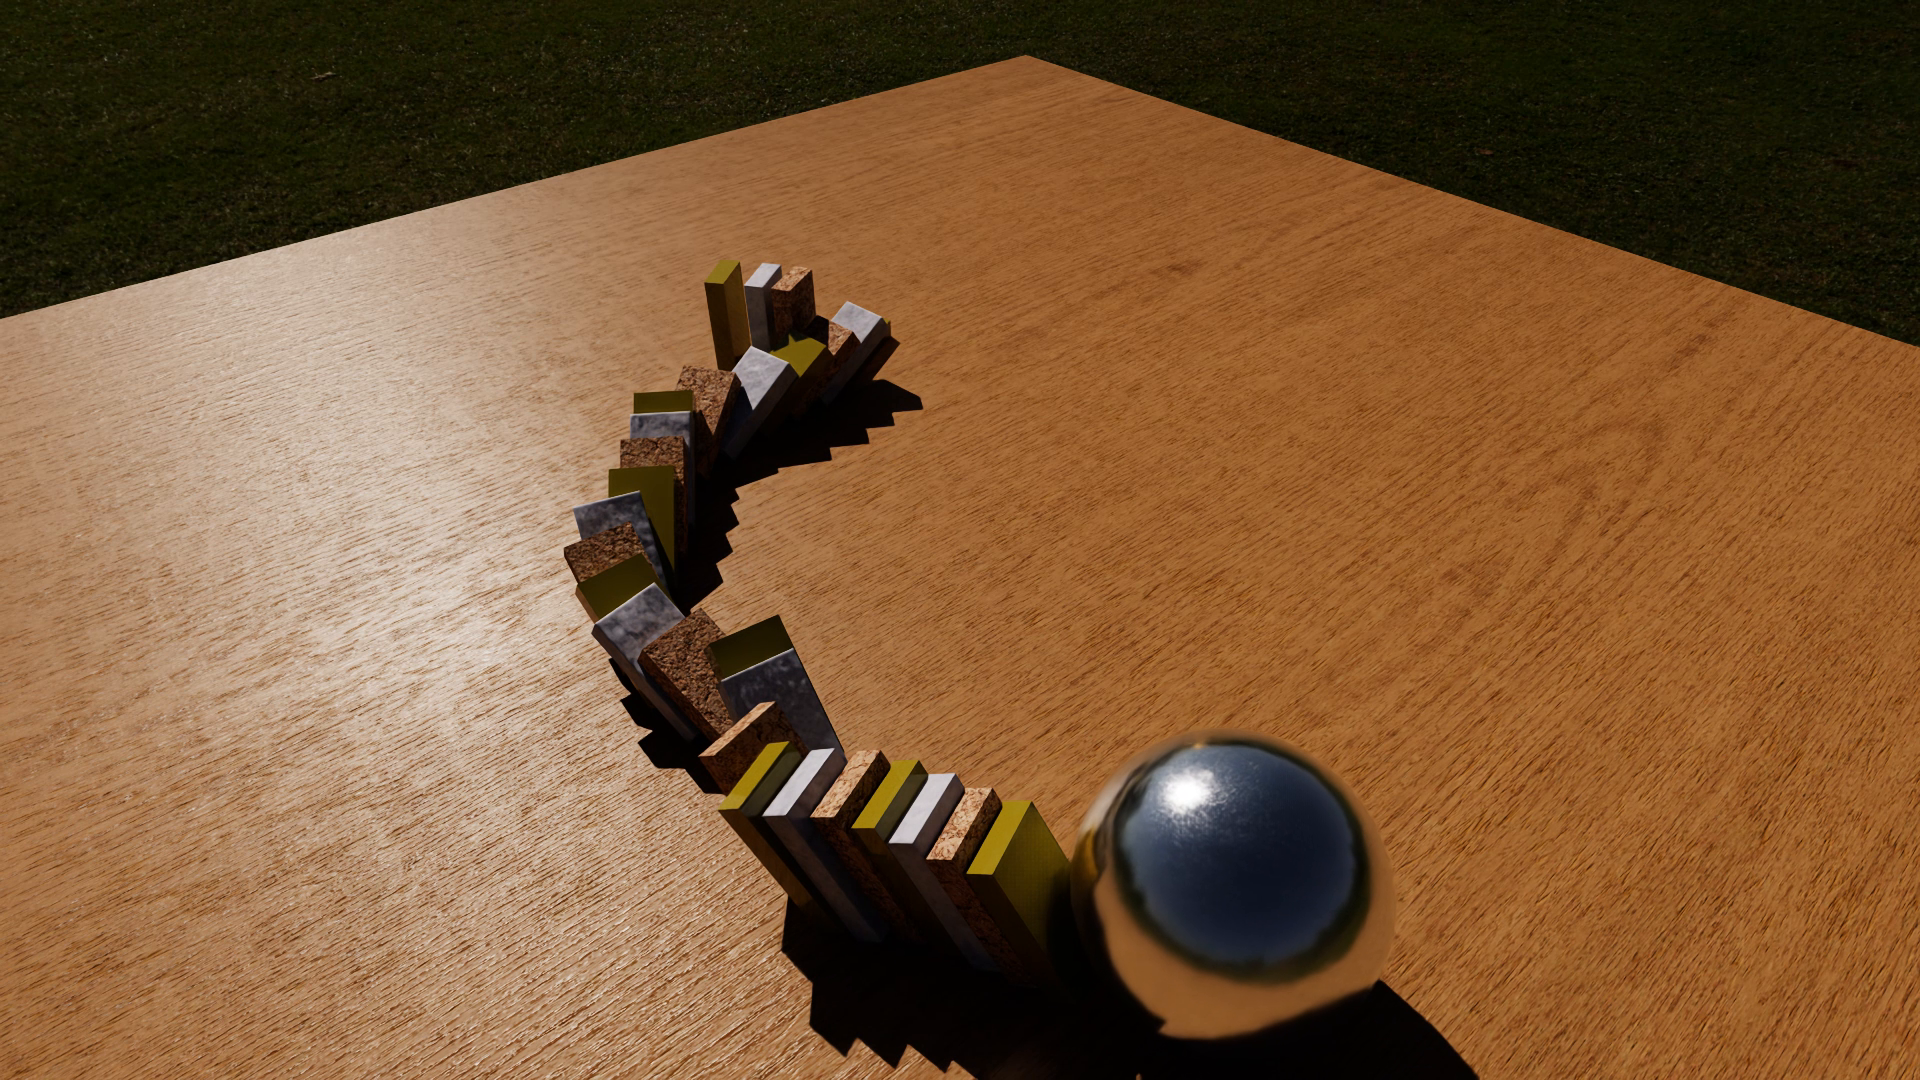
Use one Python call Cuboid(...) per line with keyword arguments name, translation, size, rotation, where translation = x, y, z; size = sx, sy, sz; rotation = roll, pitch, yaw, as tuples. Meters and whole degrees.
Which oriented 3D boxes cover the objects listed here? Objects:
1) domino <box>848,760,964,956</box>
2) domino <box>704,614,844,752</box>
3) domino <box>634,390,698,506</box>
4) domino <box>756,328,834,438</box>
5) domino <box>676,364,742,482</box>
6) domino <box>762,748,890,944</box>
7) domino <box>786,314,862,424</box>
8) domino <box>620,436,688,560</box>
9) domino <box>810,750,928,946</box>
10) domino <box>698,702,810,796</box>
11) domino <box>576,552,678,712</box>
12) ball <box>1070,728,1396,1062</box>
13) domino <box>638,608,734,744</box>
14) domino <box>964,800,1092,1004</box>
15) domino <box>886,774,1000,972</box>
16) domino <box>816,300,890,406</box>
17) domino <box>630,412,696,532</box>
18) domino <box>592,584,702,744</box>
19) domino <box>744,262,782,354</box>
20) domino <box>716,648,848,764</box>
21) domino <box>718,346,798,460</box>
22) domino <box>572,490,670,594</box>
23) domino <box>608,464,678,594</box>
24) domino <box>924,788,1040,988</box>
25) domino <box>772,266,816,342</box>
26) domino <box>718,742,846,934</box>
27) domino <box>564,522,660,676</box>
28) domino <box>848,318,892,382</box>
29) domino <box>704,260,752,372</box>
Cuboid(name="domino", translation=(-0.009, 0.088, 0.305), size=(0.010, 0.050, 0.025), rotation=(-12, 28, 38))
Cuboid(name="domino", translation=(-0.060, 0.052, 0.356), size=(0.025, 0.009, 0.050), rotation=(-23, 83, -29))
Cuboid(name="domino", translation=(-0.126, -0.039, 0.471), size=(0.025, 0.009, 0.050), rotation=(-4, 72, -5))
Cuboid(name="domino", translation=(-0.084, -0.073, 0.514), size=(0.025, 0.009, 0.050), rotation=(30, 78, 31))
Cuboid(name="domino", translation=(-0.117, -0.052, 0.489), size=(0.025, 0.010, 0.050), rotation=(10, 70, 12))
Cuboid(name="domino", translation=(-0.032, 0.086, 0.309), size=(0.009, 0.050, 0.025), rotation=(-13, 27, 39))
Cuboid(name="domino", translation=(-0.073, -0.082, 0.525), size=(0.025, 0.010, 0.050), rotation=(30, 77, 31))
Cuboid(name="domino", translation=(-0.123, -0.017, 0.444), size=(0.025, 0.010, 0.050), rotation=(-4, 72, -5))
Cuboid(name="domino", translation=(-0.019, 0.086, 0.308), size=(0.009, 0.050, 0.025), rotation=(-12, 28, 38))
Cuboid(name="domino", translation=(-0.052, 0.075, 0.323), size=(0.010, 0.050, 0.025), rotation=(-16, 20, 48))
Cuboid(name="domino", translation=(-0.110, 0.032, 0.384), size=(0.025, 0.009, 0.050), rotation=(-31, 81, -31))
Cuboid(name="ball", translation=(0.068, 0.088, 0.280), size=(0.080, 0.080, 0.080), rotation=(0, 39, 0))
Cuboid(name="domino", translation=(-0.080, 0.049, 0.364), size=(0.050, 0.010, 0.025), rotation=(47, 52, 4))
Cuboid(name="domino", translation=(0.022, 0.097, 0.295), size=(0.009, 0.050, 0.025), rotation=(-12, 28, 38))
Cuboid(name="domino", translation=(0.001, 0.091, 0.302), size=(0.010, 0.050, 0.025), rotation=(-12, 28, 38))
Cuboid(name="domino", translation=(-0.060, -0.091, 0.536), size=(0.025, 0.009, 0.050), rotation=(30, 78, 31))
Cuboid(name="domino", translation=(-0.124, -0.028, 0.458), size=(0.025, 0.009, 0.050), rotation=(-4, 72, -5))
Cuboid(name="domino", translation=(-0.098, 0.041, 0.372), size=(0.050, 0.010, 0.025), rotation=(48, 54, 3))
Cuboid(name="domino", translation=(-0.095, -0.108, 0.543), size=(0.010, 0.050, 0.025), rotation=(8, 40, 10))
Cuboid(name="domino", translation=(-0.054, 0.062, 0.344), size=(0.025, 0.009, 0.050), rotation=(-24, 83, -27))
Cuboid(name="domino", translation=(-0.099, -0.063, 0.502), size=(0.025, 0.009, 0.050), rotation=(27, 75, 29))
Cuboid(name="domino", translation=(-0.125, 0.009, 0.411), size=(0.025, 0.010, 0.050), rotation=(-16, 76, -17))
Cuboid(name="domino", translation=(-0.123, -0.004, 0.429), size=(0.025, 0.010, 0.050), rotation=(-4, 70, -5))
Cuboid(name="domino", translation=(0.011, 0.094, 0.298), size=(0.009, 0.050, 0.025), rotation=(-12, 28, 38))
Cuboid(name="domino", translation=(-0.080, -0.105, 0.540), size=(0.009, 0.050, 0.025), rotation=(12, 41, 15))
Cuboid(name="domino", translation=(-0.044, 0.084, 0.311), size=(0.010, 0.050, 0.025), rotation=(-15, 27, 39))
Cuboid(name="domino", translation=(-0.120, 0.021, 0.397), size=(0.025, 0.010, 0.050), rotation=(-25, 79, -25))
Cuboid(name="domino", translation=(-0.056, -0.100, 0.565), size=(0.025, 0.009, 0.050), rotation=(12, 41, 14))
Cuboid(name="domino", translation=(-0.115, -0.110, 0.546), size=(0.010, 0.050, 0.025), rotation=(6, 40, 7))
